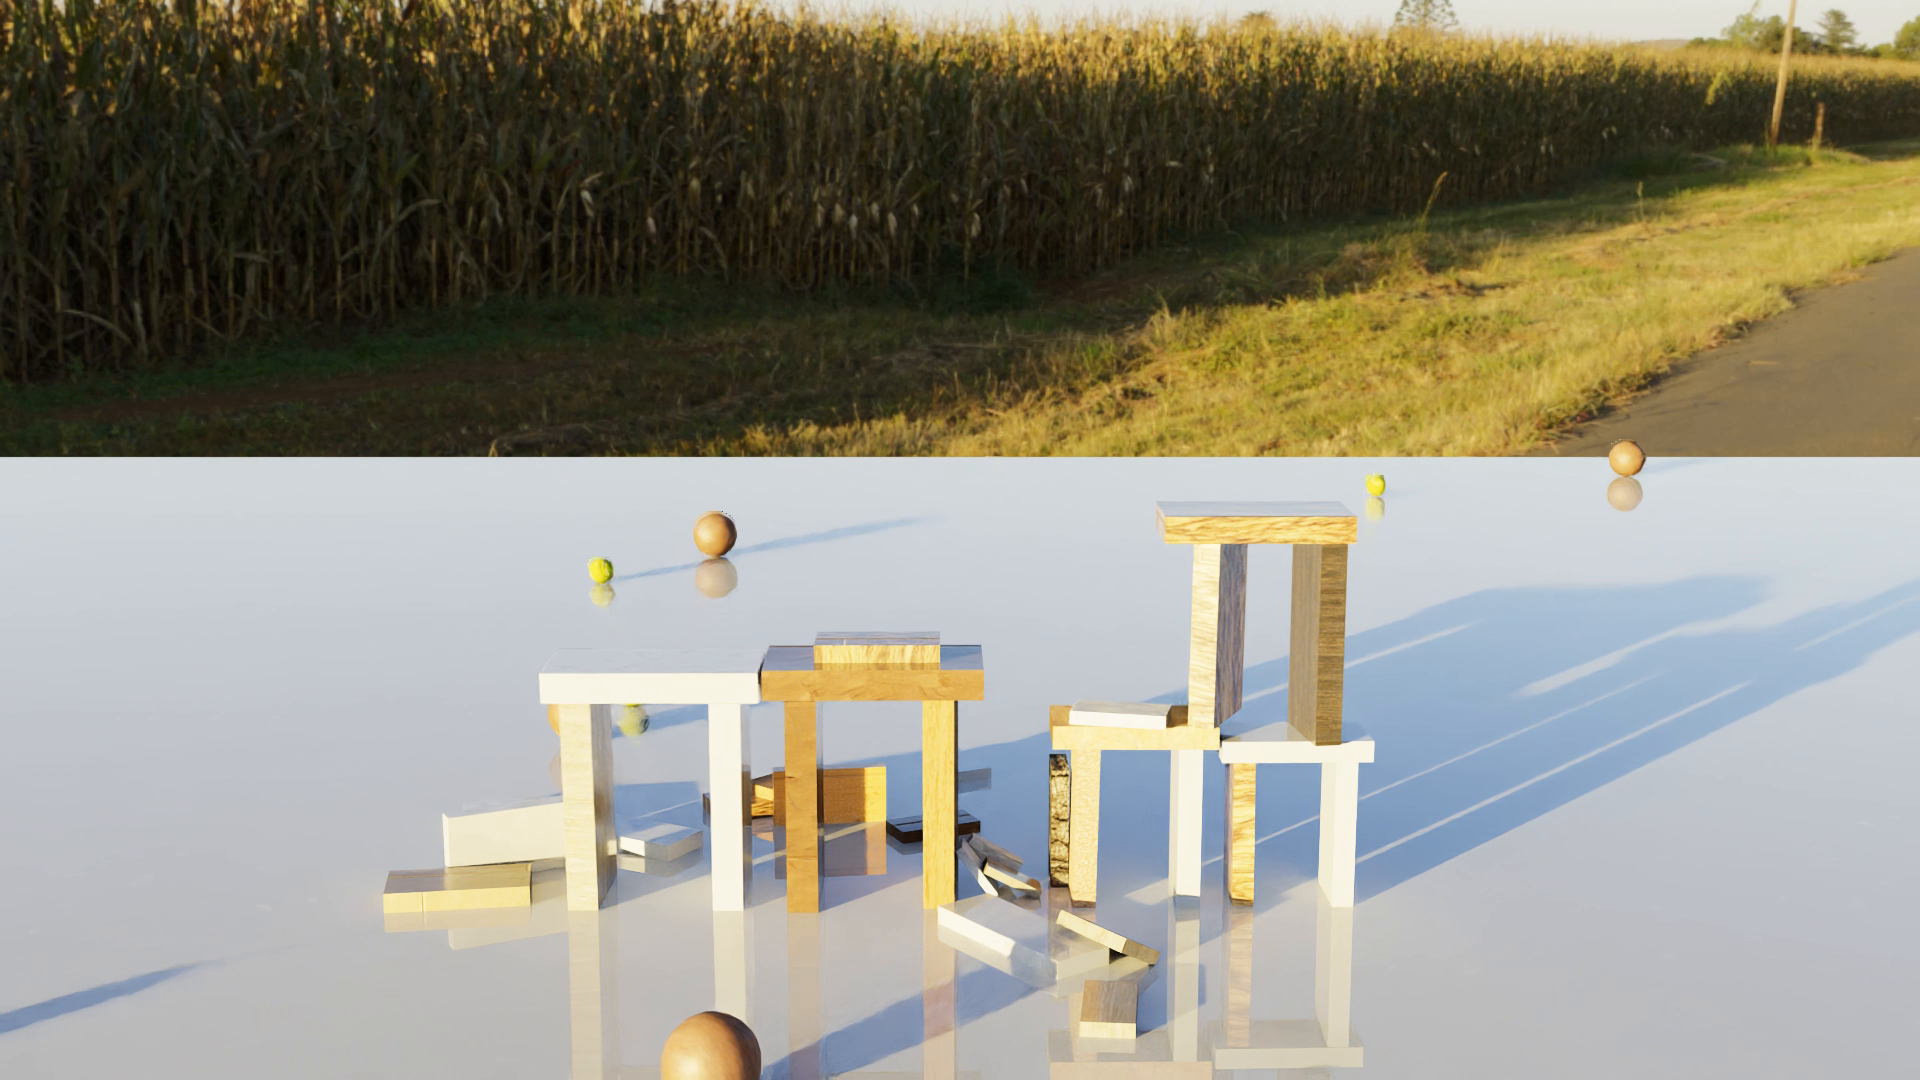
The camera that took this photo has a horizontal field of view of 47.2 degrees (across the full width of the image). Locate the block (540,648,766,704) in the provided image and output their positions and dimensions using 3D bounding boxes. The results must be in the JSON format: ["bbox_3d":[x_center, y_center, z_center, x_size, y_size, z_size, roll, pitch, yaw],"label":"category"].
[{"bbox_3d":[-0.499,0.222,3.606,0.348,0.049,0.174,0,11,-1],"label":"block"}]

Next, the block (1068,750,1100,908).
[{"bbox_3d":[0.205,0.458,3.644,0.038,0.268,0.134,1,11,-1],"label":"block"}]

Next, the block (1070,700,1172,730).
[{"bbox_3d":[0.262,0.284,3.578,0.156,0.022,0.078,2,11,12],"label":"block"}]

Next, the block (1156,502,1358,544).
[{"bbox_3d":[0.474,-0.029,3.543,0.303,0.043,0.152,0,11,-1],"label":"block"}]

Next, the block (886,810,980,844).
[{"bbox_3d":[-0.049,0.519,3.990,0.154,0.022,0.077,-5,12,-25],"label":"block"}]

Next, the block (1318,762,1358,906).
[{"bbox_3d":[0.626,0.469,3.646,0.035,0.246,0.123,0,11,-1],"label":"block"}]

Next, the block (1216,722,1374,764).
[{"bbox_3d":[0.545,0.332,3.616,0.246,0.035,0.123,0,11,-2],"label":"block"}]

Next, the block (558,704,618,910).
[{"bbox_3d":[-0.614,0.417,3.643,0.049,0.348,0.174,0,11,2],"label":"block"}]

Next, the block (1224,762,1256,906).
[{"bbox_3d":[0.463,0.469,3.647,0.035,0.246,0.123,-1,11,0],"label":"block"}]

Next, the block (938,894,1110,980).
[{"bbox_3d":[0.096,0.617,3.442,0.102,0.029,0.302,-8,13,-36],"label":"block"}]

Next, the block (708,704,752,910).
[{"bbox_3d":[-0.379,0.418,3.642,0.049,0.348,0.174,0,11,0],"label":"block"}]

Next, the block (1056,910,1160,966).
[{"bbox_3d":[0.228,0.613,3.391,0.078,0.022,0.156,28,-8,-37],"label":"block"}]

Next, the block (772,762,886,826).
[{"bbox_3d":[-0.240,0.467,4.047,0.206,0.103,0.029,-2,11,-9],"label":"block"}]

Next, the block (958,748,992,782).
[{"bbox_3d":[-0.006,0.448,4.374,0.077,0.022,0.154,-5,12,-25],"label":"block"}]

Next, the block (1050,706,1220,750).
[{"bbox_3d":[0.284,0.308,3.615,0.268,0.038,0.134,0,11,0],"label":"block"}]

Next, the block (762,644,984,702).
[{"bbox_3d":[-0.140,0.217,3.600,0.355,0.050,0.177,0,11,-1],"label":"block"}]

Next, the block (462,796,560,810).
[{"bbox_3d":[-0.792,0.506,4.033,0.233,0.033,0.117,-2,11,-11],"label":"block"}]

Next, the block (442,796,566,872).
[{"bbox_3d":[-0.763,0.512,3.767,0.233,0.117,0.033,-5,12,-26],"label":"block"}]

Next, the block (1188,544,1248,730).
[{"bbox_3d":[0.421,0.141,3.577,0.043,0.303,0.152,6,12,24],"label":"block"}]

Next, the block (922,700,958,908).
[{"bbox_3d":[-0.032,0.413,3.652,0.050,0.355,0.177,0,11,2],"label":"block"}]

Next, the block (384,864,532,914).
[{"bbox_3d":[-0.831,0.577,3.648,0.233,0.033,0.117,-2,11,-9],"label":"block"}]

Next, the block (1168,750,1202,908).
[{"bbox_3d":[0.374,0.458,3.643,0.038,0.268,0.134,0,11,0],"label":"block"}]

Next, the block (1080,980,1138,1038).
[{"bbox_3d":[0.215,0.673,3.160,0.078,0.022,0.156,1,11,6],"label":"block"}]

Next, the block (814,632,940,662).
[{"bbox_3d":[-0.135,0.175,3.606,0.203,0.029,0.102,0,11,0],"label":"block"}]

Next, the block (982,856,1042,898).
[{"bbox_3d":[0.086,0.562,3.659,0.101,0.014,0.050,27,8,-7],"label":"block"}]

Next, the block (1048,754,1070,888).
[{"bbox_3d":[0.167,0.475,3.731,0.029,0.203,0.102,0,11,0],"label":"block"}]

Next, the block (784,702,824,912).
[{"bbox_3d":[-0.256,0.416,3.633,0.050,0.355,0.177,0,11,0],"label":"block"}]

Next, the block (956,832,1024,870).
[{"bbox_3d":[0.051,0.535,3.702,0.101,0.050,0.014,29,28,-15],"label":"block"}]

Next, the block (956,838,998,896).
[{"bbox_3d":[0.029,0.546,3.659,0.014,0.101,0.050,-36,7,8],"label":"block"}]

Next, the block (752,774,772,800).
[{"bbox_3d":[-0.324,0.458,4.159,0.077,0.022,0.154,9,14,42],"label":"block"}]

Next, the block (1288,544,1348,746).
[{"bbox_3d":[0.580,0.155,3.573,0.043,0.329,0.152,-1,11,-8],"label":"block"}]

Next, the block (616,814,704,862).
[{"bbox_3d":[-0.576,0.528,3.920,0.213,0.029,0.103,6,12,29],"label":"block"}]

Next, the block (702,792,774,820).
[{"bbox_3d":[-0.368,0.491,4.125,0.206,0.029,0.103,-5,12,-24],"label":"block"}]
